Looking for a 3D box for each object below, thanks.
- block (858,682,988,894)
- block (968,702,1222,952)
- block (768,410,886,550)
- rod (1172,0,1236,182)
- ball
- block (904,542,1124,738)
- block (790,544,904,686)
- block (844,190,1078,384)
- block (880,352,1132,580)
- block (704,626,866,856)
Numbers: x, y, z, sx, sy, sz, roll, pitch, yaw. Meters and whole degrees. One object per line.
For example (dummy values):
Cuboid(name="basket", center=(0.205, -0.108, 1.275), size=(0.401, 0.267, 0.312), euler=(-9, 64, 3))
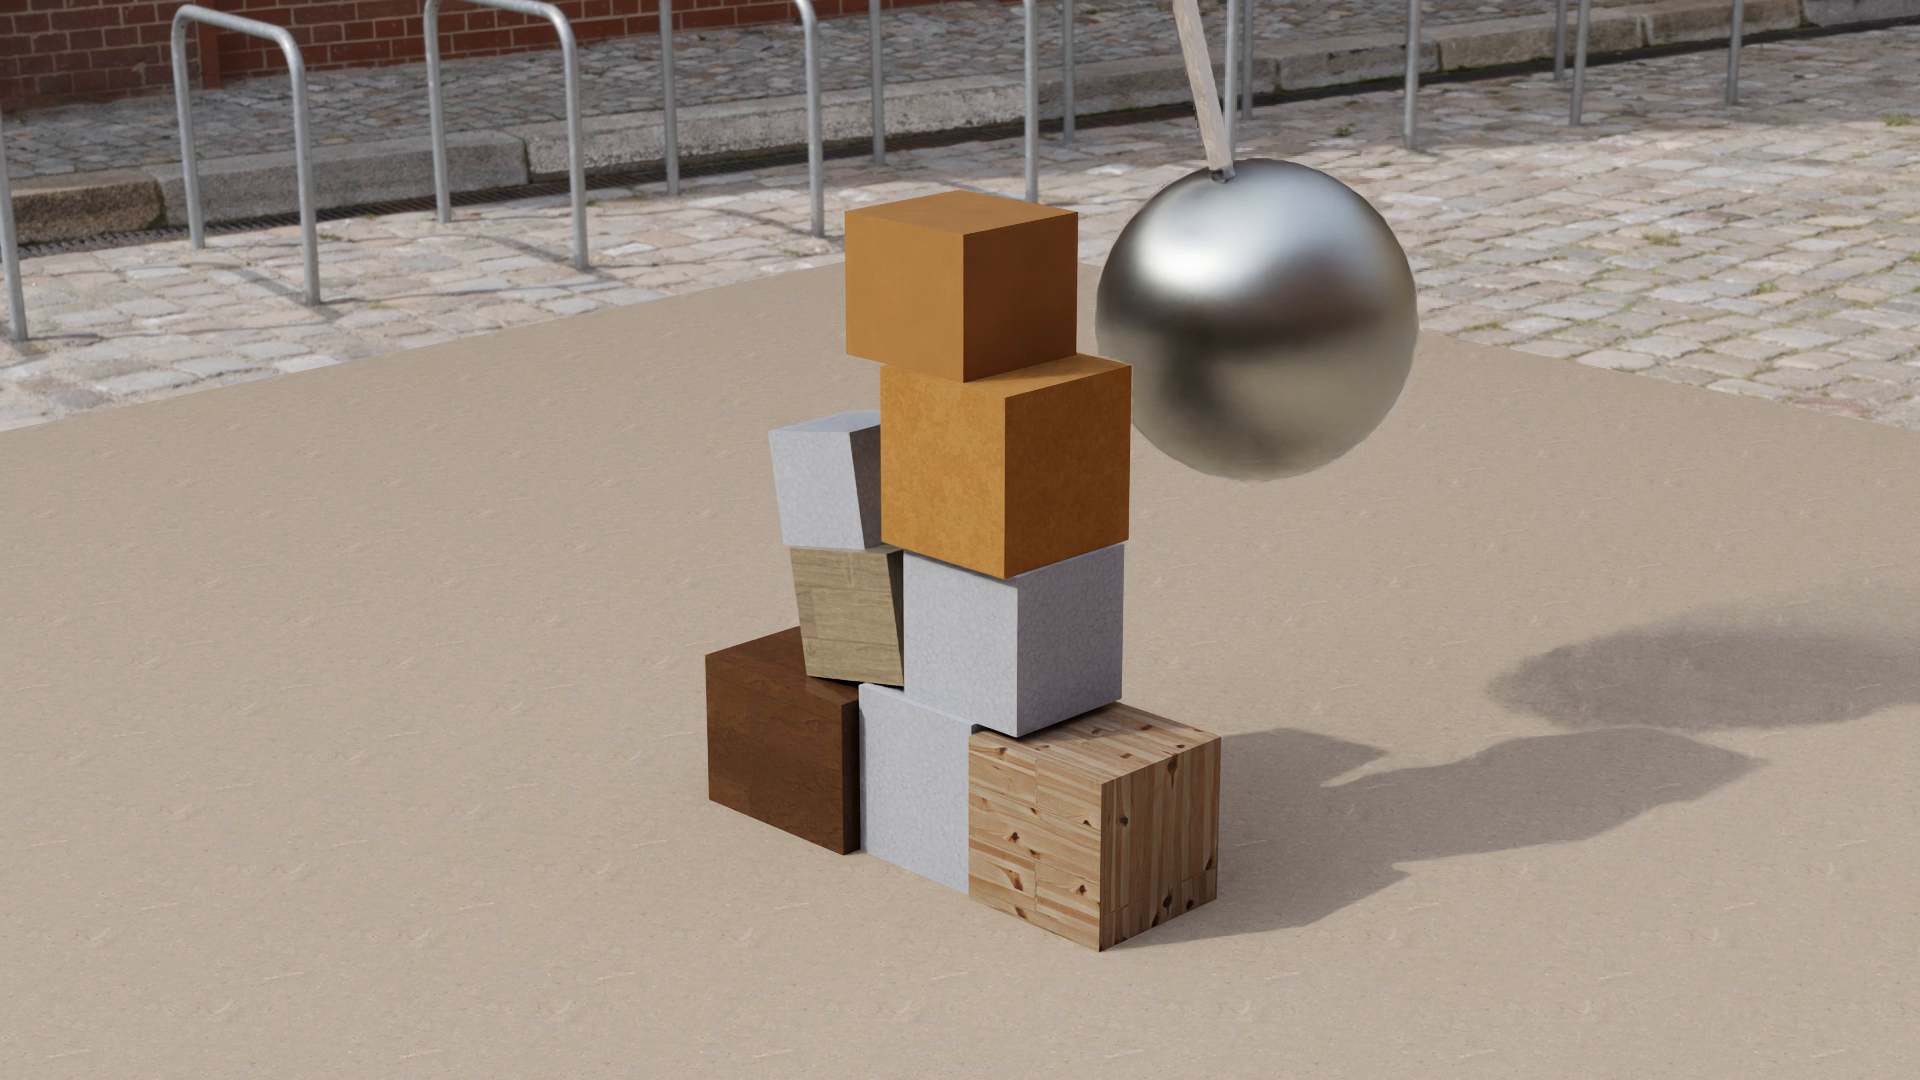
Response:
Cuboid(name="block", center=(0.065, 1.055, 13.616), size=(0.771, 0.823, 0.728), euler=(-17, 24, -42))
Cuboid(name="block", center=(0.597, 1.242, 13.089), size=(0.786, 0.783, 0.795), euler=(-17, 24, -42))
Cuboid(name="block", center=(-0.480, -0.289, 13.743), size=(0.561, 0.545, 0.536), euler=(3, 14, 45))
Cuboid(name="rod", center=(0.636, -3.881, 12.788), size=(0.080, 5.200, 0.080), euler=(17, 44, 42))
Cuboid(name="ball", center=(1.467, -1.086, 14.538), size=(1.600, 1.600, 1.600), euler=(0, 17, 0))
Cuboid(name="block", center=(0.241, 0.366, 13.206), size=(0.687, 0.737, 0.709), euler=(-17, 24, -42))
Cuboid(name="block", center=(-0.295, 0.282, 13.739), size=(0.655, 0.616, 0.669), euler=(-17, 14, -42))
Cuboid(name="block", center=(0.006, -1.137, 12.991), size=(0.715, 0.647, 0.738), euler=(-17, 24, -42))
Cuboid(name="block", center=(0.203, -0.382, 13.011), size=(0.801, 0.806, 0.765), euler=(-17, 24, -42))
Cuboid(name="block", center=(-0.553, 0.912, 14.193), size=(0.938, 0.749, 0.964), euler=(-17, 24, -42))
